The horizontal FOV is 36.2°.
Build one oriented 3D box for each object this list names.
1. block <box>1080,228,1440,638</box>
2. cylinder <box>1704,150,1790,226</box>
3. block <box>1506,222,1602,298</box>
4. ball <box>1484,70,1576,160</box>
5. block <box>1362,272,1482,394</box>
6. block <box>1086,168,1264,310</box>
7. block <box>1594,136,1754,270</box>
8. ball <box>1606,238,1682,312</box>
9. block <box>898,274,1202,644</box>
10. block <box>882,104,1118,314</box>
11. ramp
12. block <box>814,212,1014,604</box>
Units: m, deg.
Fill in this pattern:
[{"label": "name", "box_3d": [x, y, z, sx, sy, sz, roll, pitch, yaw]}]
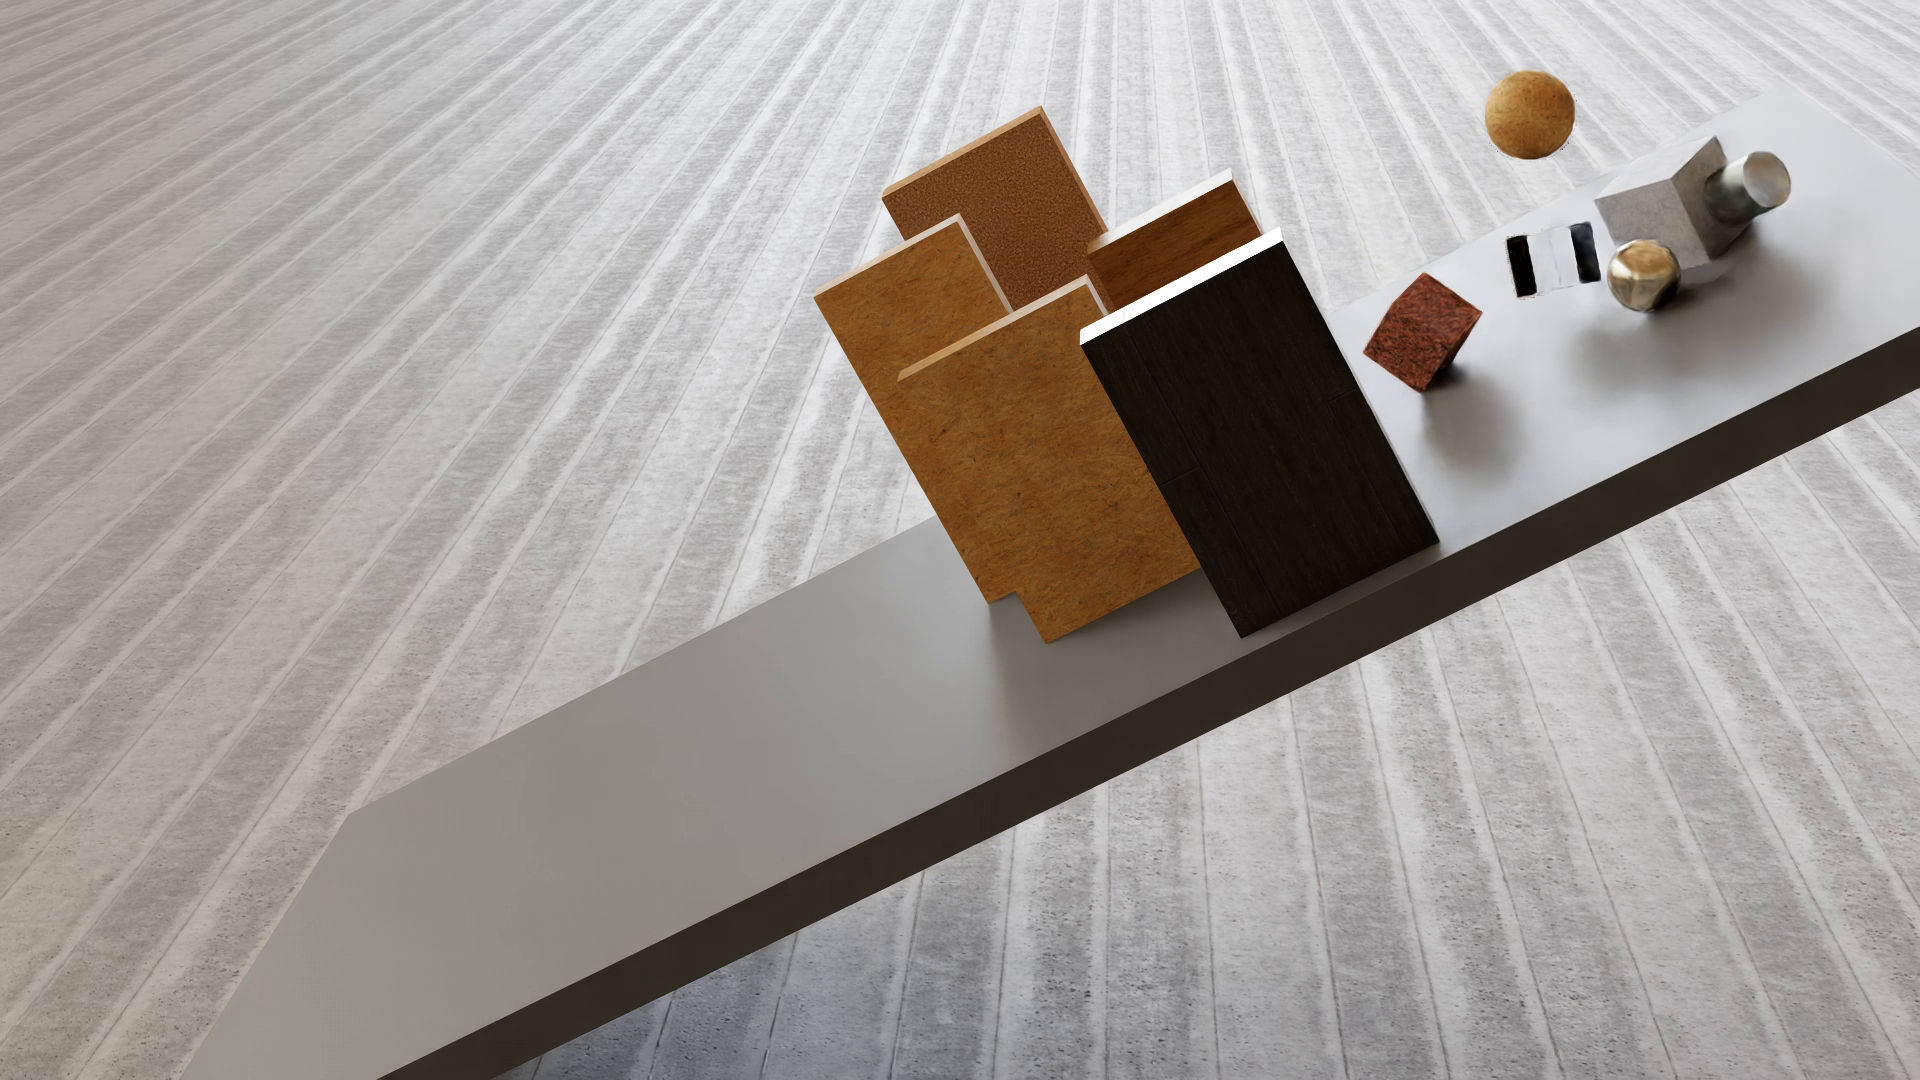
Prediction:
[{"label": "block", "box_3d": [0.536, -0.187, 5.251, 0.396, 0.618, 0.113, -27, 14, 11]}, {"label": "cylinder", "box_3d": [1.573, -0.702, 5.876, 0.120, 0.120, 0.120, -9, -8, -25]}, {"label": "block", "box_3d": [1.223, -0.579, 6.063, 0.124, 0.124, 0.124, -14, 4, -35]}, {"label": "ball", "box_3d": [1.152, -0.860, 5.947, 0.182, 0.182, 0.182, 0, 18, 0]}, {"label": "block", "box_3d": [0.960, -0.430, 6.102, 0.150, 0.150, 0.150, 37, 46, 11]}, {"label": "block", "box_3d": [0.560, -0.505, 6.522, 0.355, 0.515, 0.138, -27, 14, 11]}, {"label": "block", "box_3d": [1.456, -0.675, 5.998, 0.194, 0.194, 0.194, -12, 22, 50]}, {"label": "ball", "box_3d": [1.346, -0.520, 5.786, 0.144, 0.144, 0.144, 0, 18, 0]}, {"label": "block", "box_3d": [0.209, -0.155, 5.800, 0.417, 0.612, 0.083, -27, 14, 11]}, {"label": "block", "box_3d": [0.194, -0.552, 6.823, 0.411, 0.799, 0.120, -27, 14, 11]}, {"label": "ramp", "box_3d": [0.141, 0.167, 6.282, 4.000, 0.100, 2.000, -27, 14, 11]}, {"label": "block", "box_3d": [0.029, -0.274, 6.250, 0.344, 0.766, 0.085, -27, 14, 11]}]
